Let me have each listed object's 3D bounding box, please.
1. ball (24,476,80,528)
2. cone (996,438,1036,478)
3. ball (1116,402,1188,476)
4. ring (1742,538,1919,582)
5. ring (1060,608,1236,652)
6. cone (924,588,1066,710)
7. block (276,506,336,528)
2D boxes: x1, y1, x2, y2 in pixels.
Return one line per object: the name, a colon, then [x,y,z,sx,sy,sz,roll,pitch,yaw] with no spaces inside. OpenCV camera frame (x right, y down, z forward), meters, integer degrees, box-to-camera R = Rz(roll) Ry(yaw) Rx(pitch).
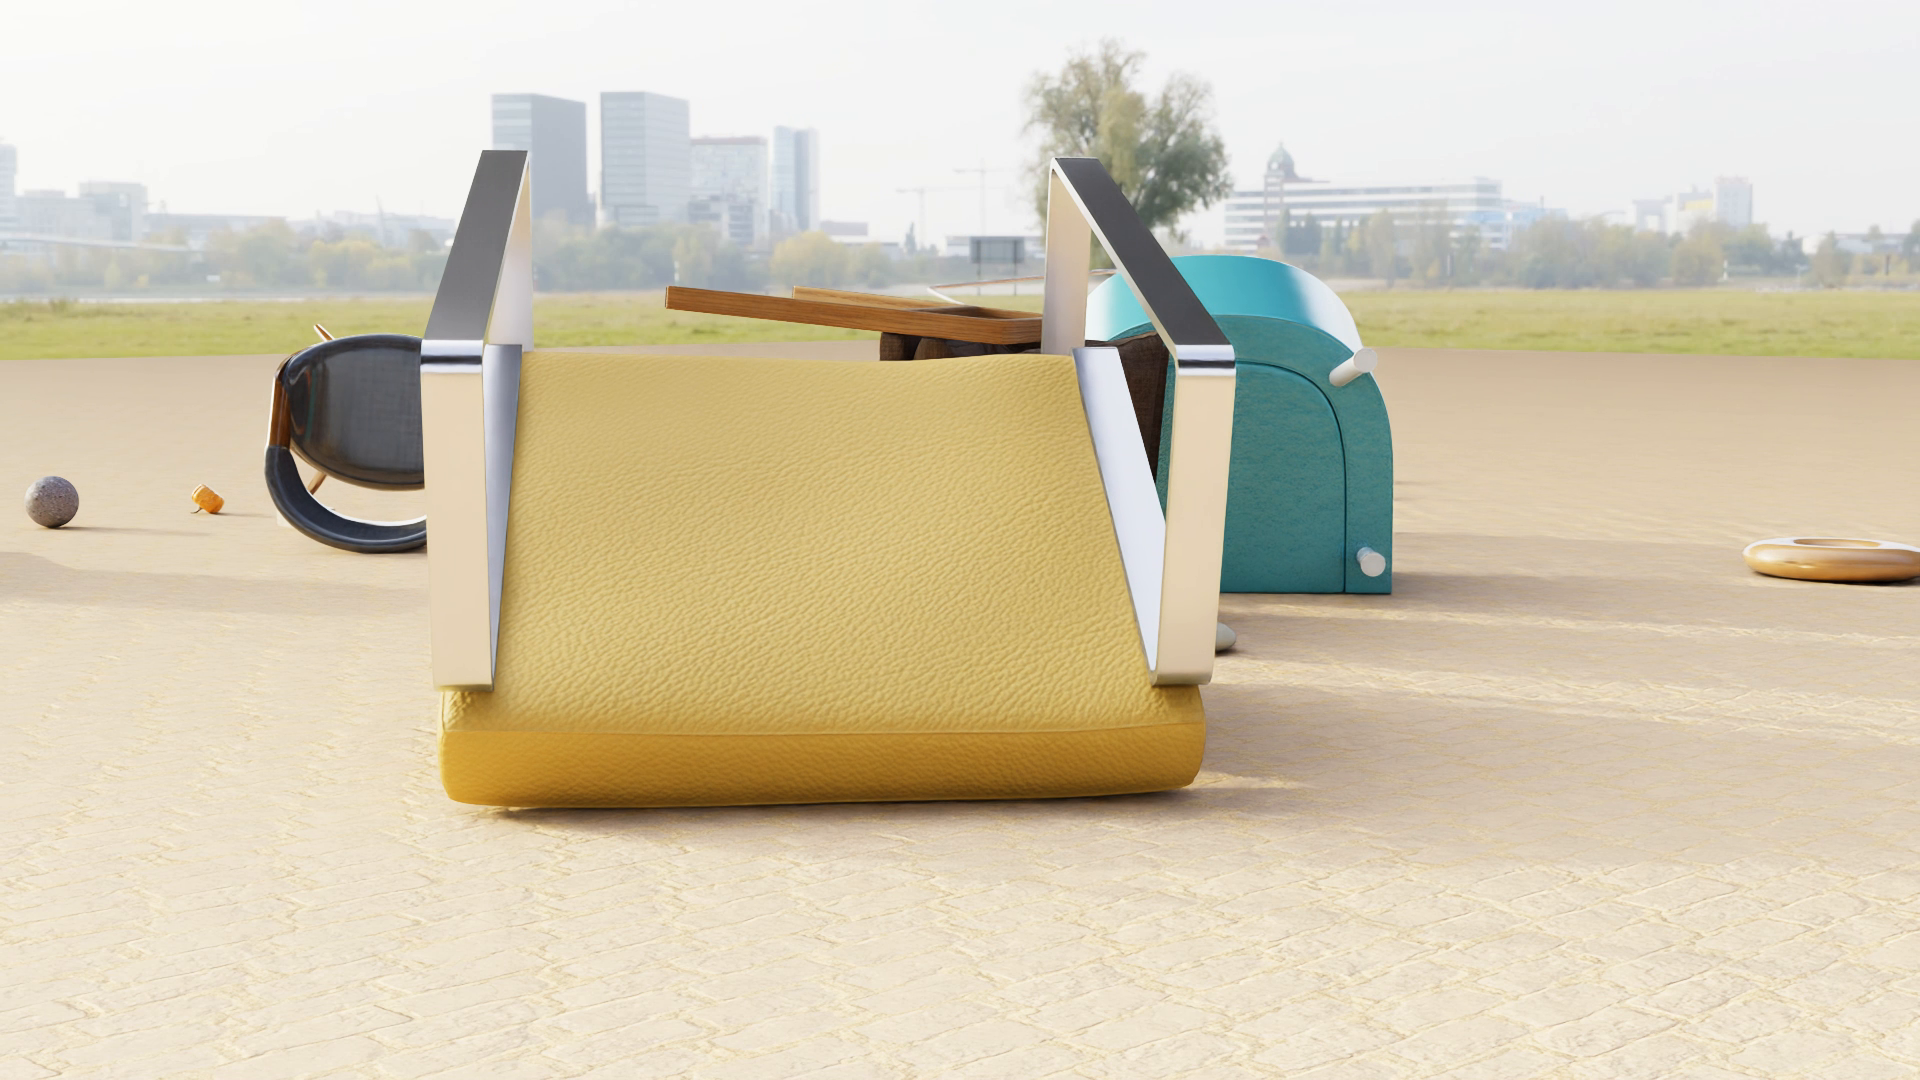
ball: [-2.381,-0.101,6.725,0.136,0.136,0.136,0,6,0]
cone: [0.215,-0.234,8.361,0.181,0.094,0.188,-39,-11,-20]
ball: [0.635,-0.335,8.493,0.240,0.240,0.240,0,6,0]
ring: [1.926,0.042,5.642,0.407,0.075,0.349,5,7,44]
ring: [0.335,0.161,4.610,0.225,0.050,0.393,-4,8,-40]
cone: [0.033,0.206,3.973,0.215,0.204,0.140,-24,-28,23]
block: [-1.725,-0.061,6.767,0.109,0.049,0.119,-5,7,-38]
